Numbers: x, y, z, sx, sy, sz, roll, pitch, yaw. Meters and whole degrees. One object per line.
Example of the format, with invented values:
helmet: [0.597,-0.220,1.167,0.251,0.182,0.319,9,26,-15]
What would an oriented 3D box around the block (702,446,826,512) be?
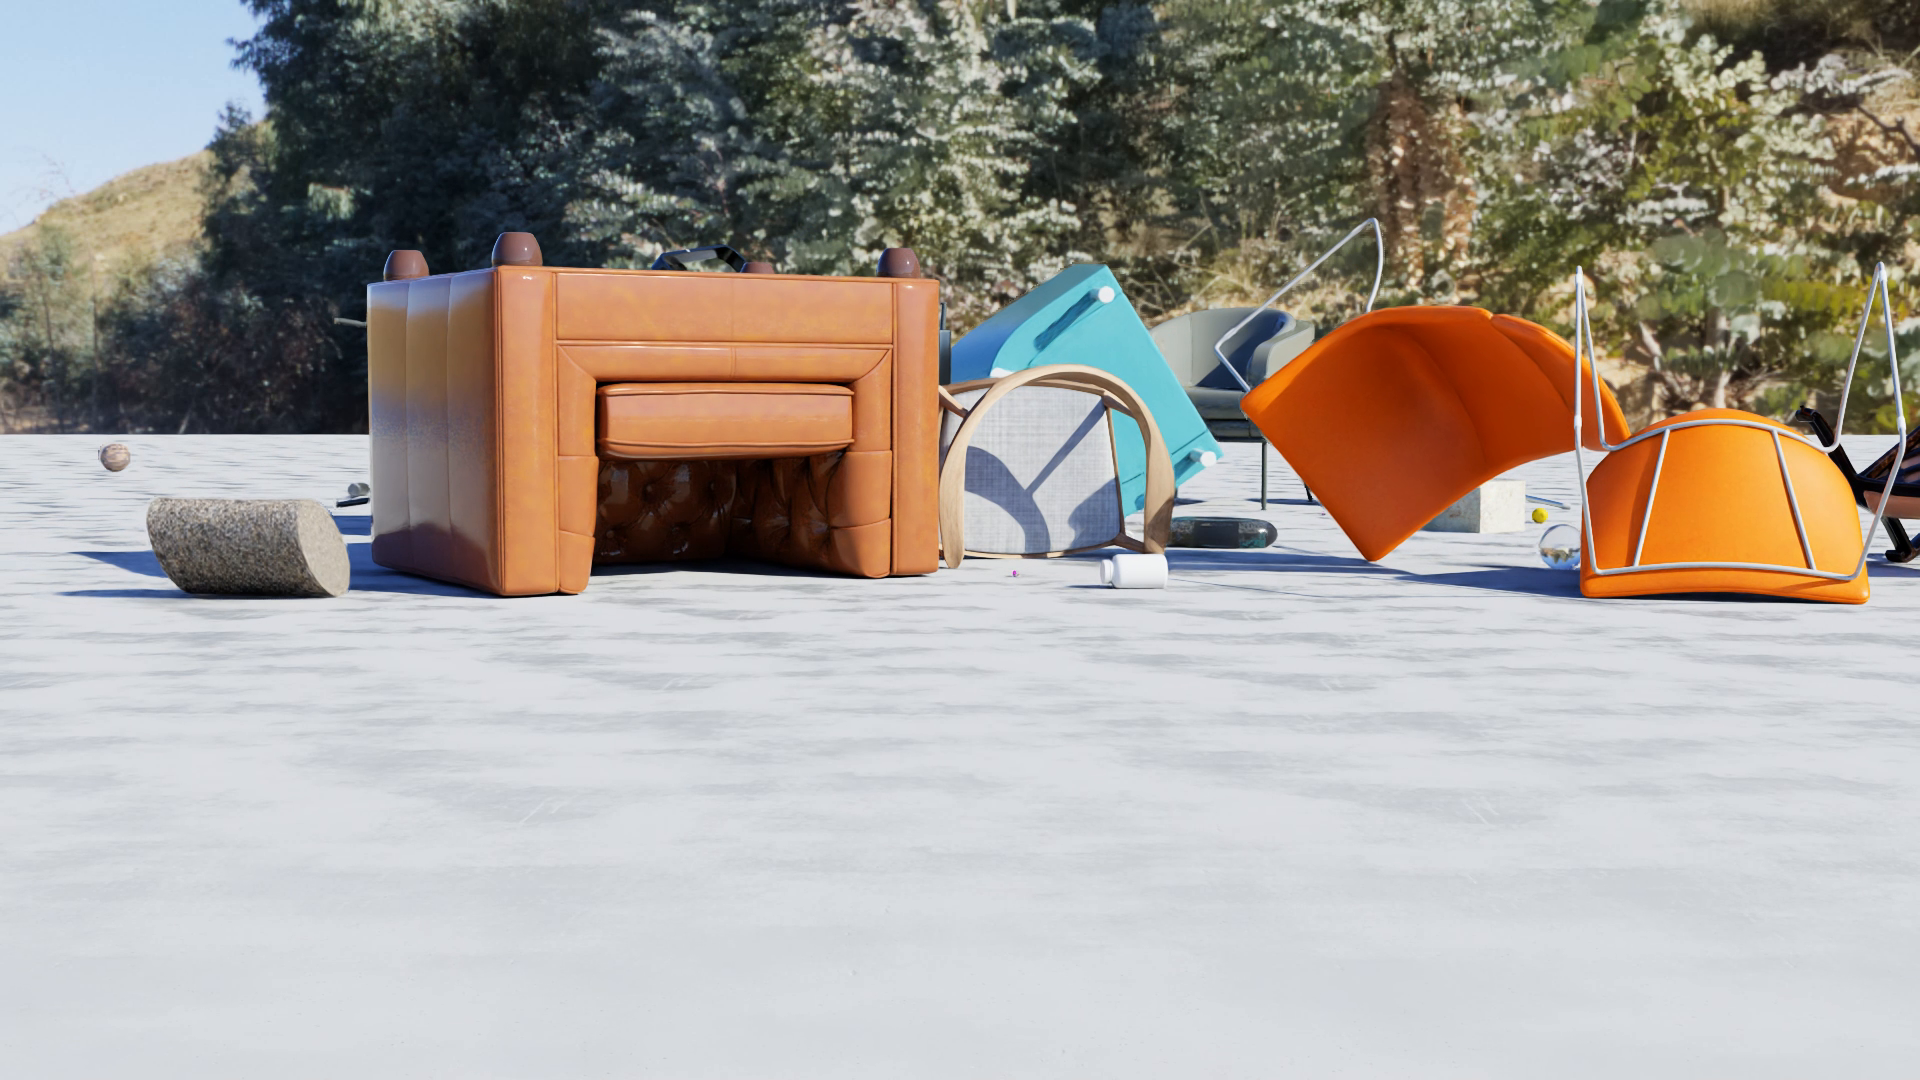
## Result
block: [-0.739,-0.237,8.305,0.334,0.231,0.353,-3,5,-34]

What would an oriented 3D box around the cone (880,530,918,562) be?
cone: [-0.149,0.035,5.739,0.086,0.085,0.135,28,21,-2]

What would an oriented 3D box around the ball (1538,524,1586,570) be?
ball: [1.493,0.018,5.450,0.115,0.115,0.115,0,4,0]

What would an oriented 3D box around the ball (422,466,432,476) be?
ball: [-2.726,-0.348,11.251,0.051,0.051,0.051,0,4,0]

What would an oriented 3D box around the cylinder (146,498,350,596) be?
cylinder: [-1.522,0.017,4.719,0.339,0.147,0.291,1,-35,10]

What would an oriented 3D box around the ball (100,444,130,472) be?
ball: [-4.578,-0.447,11.920,0.157,0.157,0.157,0,4,0]

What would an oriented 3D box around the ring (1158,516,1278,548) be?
ring: [0.733,-0.020,6.264,0.345,0.082,0.196,2,5,16]

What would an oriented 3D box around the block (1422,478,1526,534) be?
block: [1.636,-0.111,7.000,0.206,0.159,0.238,-3,5,-35]
